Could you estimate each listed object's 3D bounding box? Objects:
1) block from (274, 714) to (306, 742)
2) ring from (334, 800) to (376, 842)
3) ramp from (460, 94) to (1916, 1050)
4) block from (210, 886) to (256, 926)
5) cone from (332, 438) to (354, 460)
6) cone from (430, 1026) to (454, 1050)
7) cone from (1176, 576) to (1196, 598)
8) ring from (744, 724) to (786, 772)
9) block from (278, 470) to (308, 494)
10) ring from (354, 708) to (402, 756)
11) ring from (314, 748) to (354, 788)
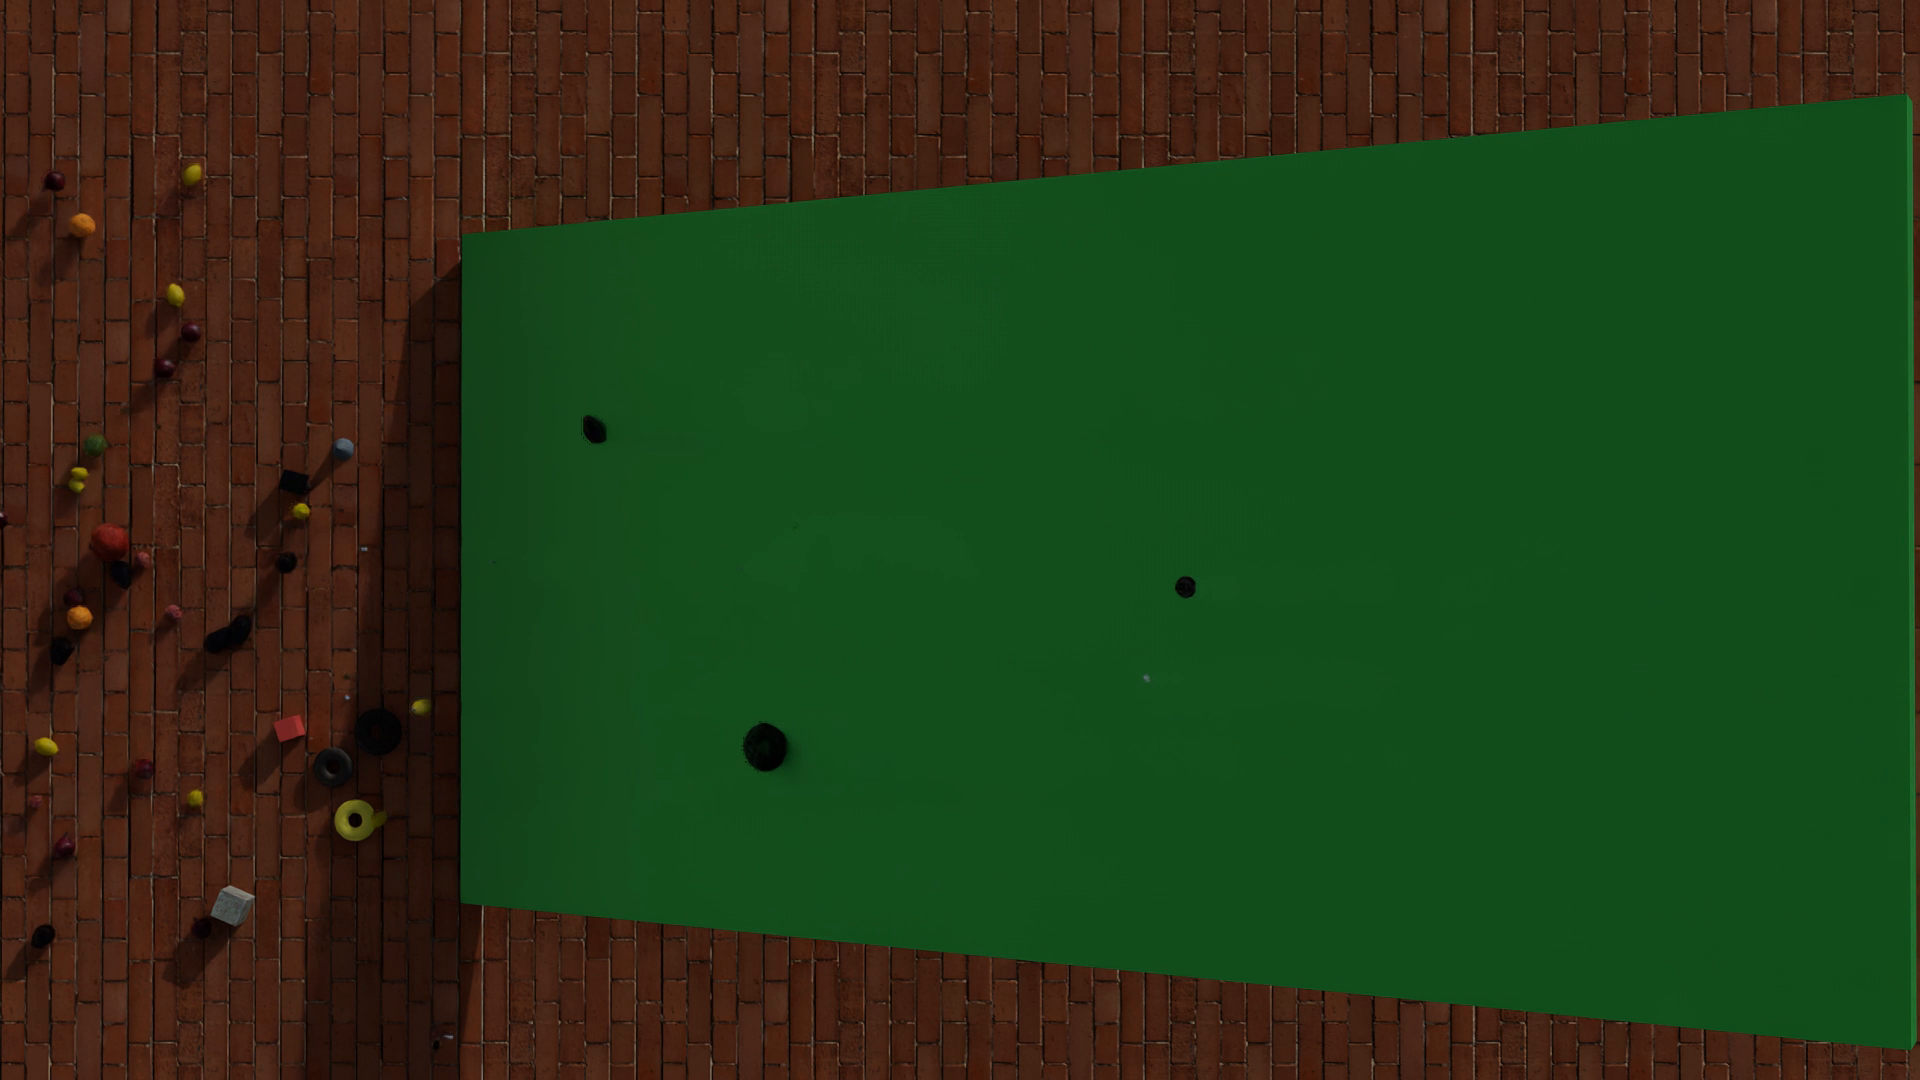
[{"bbox_3d":[-2.021,0.568,6.627,0.062,0.062,0.062,-19,89,0],"label":"block"},{"bbox_3d":[-1.824,0.846,6.635,0.127,0.042,0.127,0,89,1],"label":"ring"},{"bbox_3d":[0.271,0.075,5.630,4.000,0.100,2.000,0,89,30],"label":"ramp"},{"bbox_3d":[-2.186,1.100,6.612,0.084,0.084,0.084,24,89,0],"label":"block"},{"bbox_3d":[-1.870,-0.275,6.633,0.067,0.067,0.067,0,89,0],"label":"cone"},{"bbox_3d":[-1.580,1.488,6.633,0.072,0.072,0.072,41,90,27],"label":"cone"},{"bbox_3d":[0.543,0.116,5.387,0.053,0.053,0.053,0,89,30],"label":"cone"},{"bbox_3d":[-0.532,0.566,6.001,0.131,0.044,0.131,0,91,29],"label":"ring"},{"bbox_3d":[-2.011,-0.175,6.636,0.060,0.060,0.060,17,89,0],"label":"block"},{"bbox_3d":[-1.756,0.579,6.635,0.143,0.048,0.143,0,88,1],"label":"ring"},{"bbox_3d":[-1.891,0.686,6.638,0.121,0.040,0.121,0,90,-1],"label":"ring"}]
